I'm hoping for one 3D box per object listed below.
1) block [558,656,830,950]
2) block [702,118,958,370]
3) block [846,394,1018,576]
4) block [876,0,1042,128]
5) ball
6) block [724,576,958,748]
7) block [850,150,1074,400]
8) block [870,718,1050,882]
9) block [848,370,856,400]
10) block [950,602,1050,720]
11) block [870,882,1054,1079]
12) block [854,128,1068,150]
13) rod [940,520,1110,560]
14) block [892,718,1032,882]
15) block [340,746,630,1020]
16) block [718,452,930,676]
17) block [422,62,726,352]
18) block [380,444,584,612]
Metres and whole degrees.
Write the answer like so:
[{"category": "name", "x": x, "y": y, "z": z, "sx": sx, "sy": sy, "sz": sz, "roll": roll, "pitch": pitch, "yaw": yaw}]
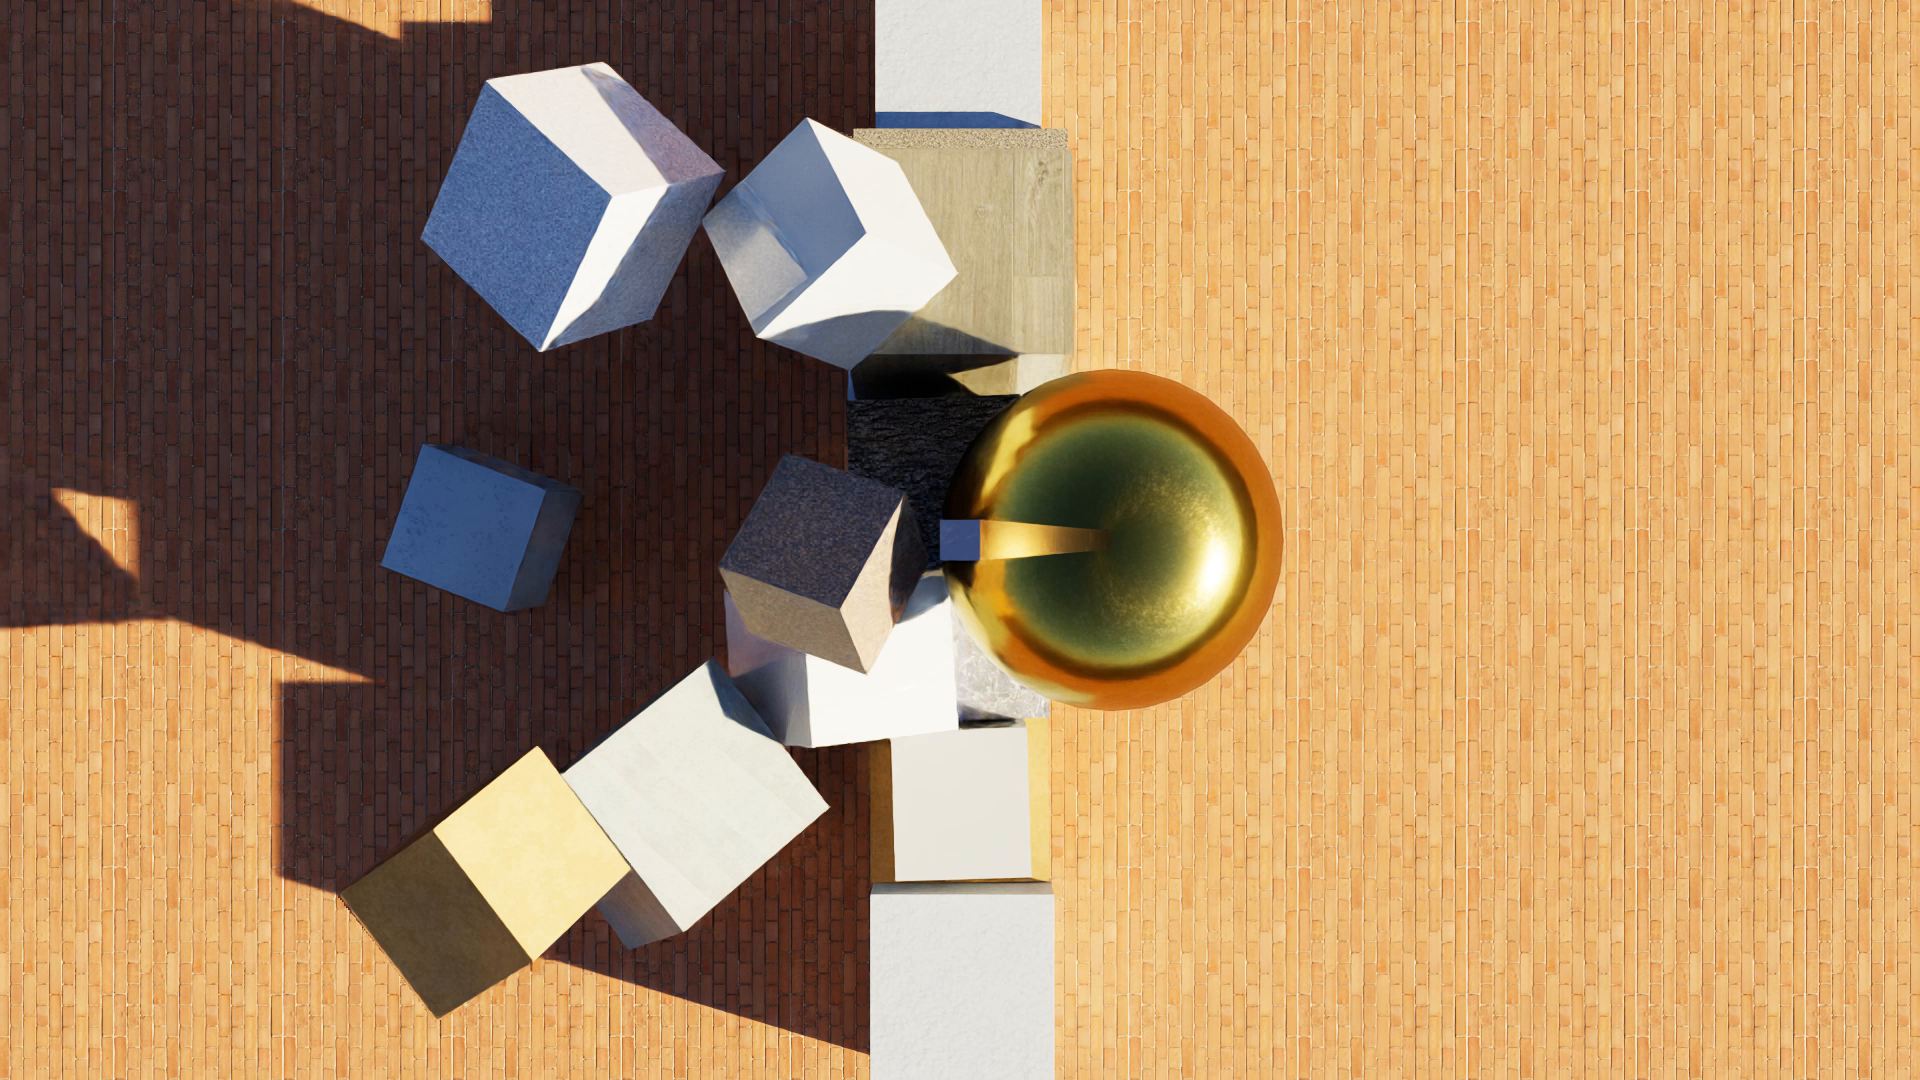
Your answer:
[{"category": "block", "x": -1.458, "y": 1.338, "z": 11.074, "sx": 0.975, "sy": 0.936, "sz": 0.946, "roll": -39, "pitch": 93, "yaw": -29}, {"category": "block", "x": -0.621, "y": -1.389, "z": 10.427, "sx": 0.742, "sy": 0.694, "sz": 0.738, "roll": -40, "pitch": 60, "yaw": 23}, {"category": "block", "x": -0.119, "y": -0.262, "z": 11.401, "sx": 0.871, "sy": 0.834, "sz": 0.857, "roll": -2, "pitch": 87, "yaw": 0}, {"category": "block", "x": -0.009, "y": -2.663, "z": 12.597, "sx": 0.919, "sy": 0.807, "sz": 0.798, "roll": 0, "pitch": 90, "yaw": 0}, {"category": "ball", "x": 0.703, "y": 0.000, "z": 10.259, "sx": 1.600, "sy": 1.600, "sz": 1.600, "roll": 0, "pitch": 90, "yaw": 0}, {"category": "block", "x": -0.612, "y": 0.607, "z": 11.232, "sx": 0.853, "sy": 0.811, "sz": 0.782, "roll": -4, "pitch": 90, "yaw": -34}, {"category": "block", "x": 0.004, "y": -1.325, "z": 11.395, "sx": 1.110, "sy": 1.151, "sz": 1.044, "roll": 0, "pitch": 80, "yaw": 0}, {"category": "block", "x": -0.005, "y": 1.435, "z": 12.581, "sx": 0.989, "sy": 0.837, "sz": 0.913, "roll": -1, "pitch": 90, "yaw": 0}, {"category": "block", "x": -0.018, "y": -0.637, "z": 12.483, "sx": 1.187, "sy": 1.035, "sz": 1.152, "roll": 0, "pitch": 90, "yaw": 0}, {"category": "block", "x": -0.048, "y": 0.462, "z": 12.403, "sx": 1.029, "sy": 1.194, "sz": 1.014, "roll": -2, "pitch": 90, "yaw": 0}, {"category": "block", "x": 0.013, "y": 2.480, "z": 12.380, "sx": 0.983, "sy": 1.240, "sz": 1.165, "roll": 0, "pitch": 90, "yaw": 0}, {"category": "block", "x": 0.004, "y": -1.738, "z": 12.525, "sx": 1.173, "sy": 0.949, "sz": 1.032, "roll": 0, "pitch": 90, "yaw": 0}, {"category": "rod", "x": 0.305, "y": 0.000, "z": 6.882, "sx": 0.080, "sy": 5.200, "sz": 0.080, "roll": 0, "pitch": 90, "yaw": 7}, {"category": "block", "x": 0.006, "y": 1.372, "z": 11.791, "sx": 0.706, "sy": 0.745, "sz": 0.776, "roll": -2, "pitch": 90, "yaw": 0}, {"category": "block", "x": -2.198, "y": 1.588, "z": 10.242, "sx": 0.734, "sy": 0.833, "sz": 0.733, "roll": -34, "pitch": 95, "yaw": 32}, {"category": "block", "x": -0.605, "y": 0.108, "z": 9.987, "sx": 0.623, "sy": 0.605, "sz": 0.645, "roll": 18, "pitch": 64, "yaw": 21}, {"category": "block", "x": -1.856, "y": -1.606, "z": 10.536, "sx": 0.865, "sy": 0.816, "sz": 0.930, "roll": 43, "pitch": 124, "yaw": 15}, {"category": "block", "x": -2.715, "y": -0.073, "z": 12.571, "sx": 0.748, "sy": 0.750, "sz": 0.719, "roll": 20, "pitch": 93, "yaw": 6}]
